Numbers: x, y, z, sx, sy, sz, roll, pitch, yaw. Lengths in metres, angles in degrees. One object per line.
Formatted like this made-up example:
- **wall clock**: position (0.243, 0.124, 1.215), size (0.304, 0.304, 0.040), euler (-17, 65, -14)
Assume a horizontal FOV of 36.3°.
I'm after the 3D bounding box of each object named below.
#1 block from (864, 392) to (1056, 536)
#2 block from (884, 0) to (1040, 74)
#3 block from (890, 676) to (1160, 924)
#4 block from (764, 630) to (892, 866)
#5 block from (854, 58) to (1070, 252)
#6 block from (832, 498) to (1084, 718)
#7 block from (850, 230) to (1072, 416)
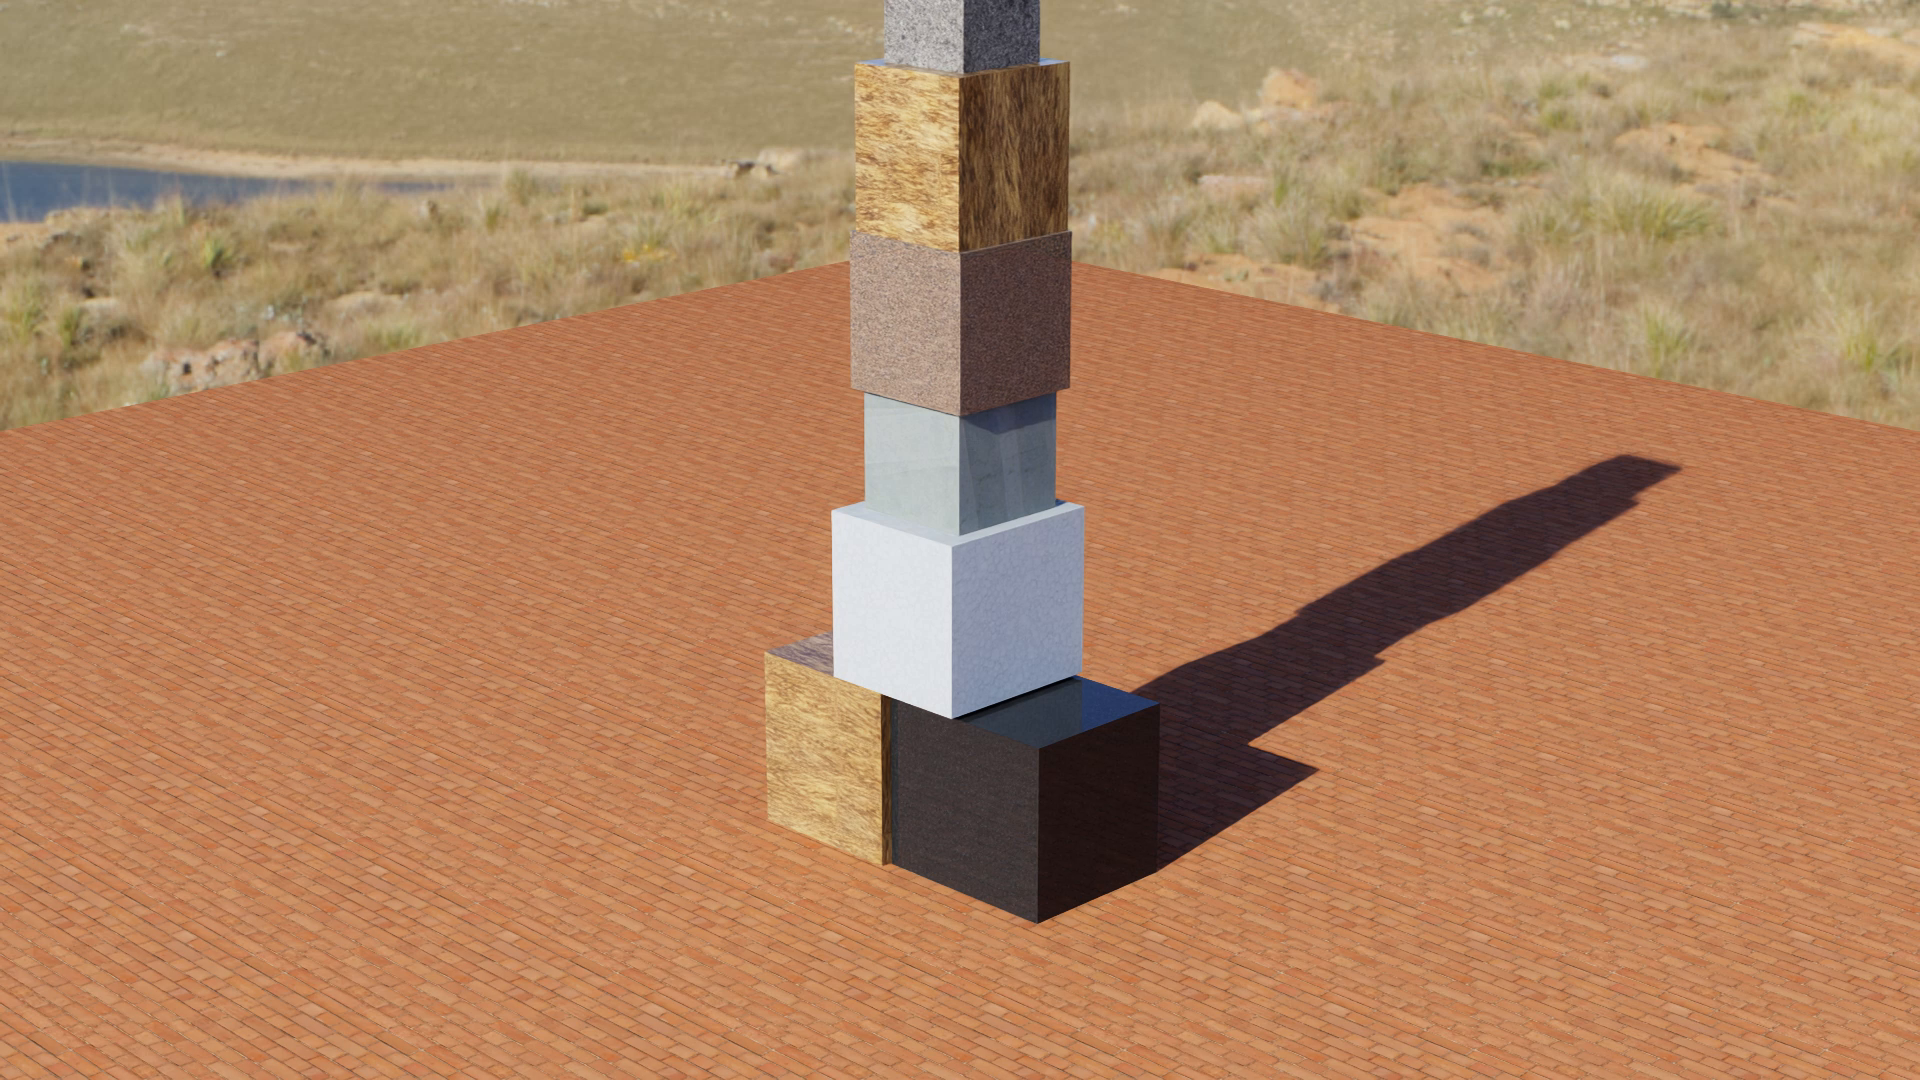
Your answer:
- **block**: position (0.002, -0.413, 13.211), size (0.617, 0.560, 0.601), euler (-17, 24, -42)
- **block**: position (0.010, -2.331, 12.609), size (0.467, 0.549, 0.481), euler (-17, 24, -42)
- **block**: position (0.295, 1.117, 13.404), size (0.795, 0.831, 0.929), euler (-17, 24, -42)
- **block**: position (-0.345, 0.929, 13.967), size (0.835, 0.852, 0.796), euler (-17, 24, -42)
- **block**: position (0.010, -1.716, 12.805), size (0.681, 0.743, 0.638), euler (-17, 24, -42)
- **block**: position (-0.007, 0.238, 13.408), size (0.854, 0.801, 0.768), euler (-17, 24, -42)
- **block**: position (0.004, -1.020, 13.019), size (0.695, 0.713, 0.691), euler (-17, 24, -42)
